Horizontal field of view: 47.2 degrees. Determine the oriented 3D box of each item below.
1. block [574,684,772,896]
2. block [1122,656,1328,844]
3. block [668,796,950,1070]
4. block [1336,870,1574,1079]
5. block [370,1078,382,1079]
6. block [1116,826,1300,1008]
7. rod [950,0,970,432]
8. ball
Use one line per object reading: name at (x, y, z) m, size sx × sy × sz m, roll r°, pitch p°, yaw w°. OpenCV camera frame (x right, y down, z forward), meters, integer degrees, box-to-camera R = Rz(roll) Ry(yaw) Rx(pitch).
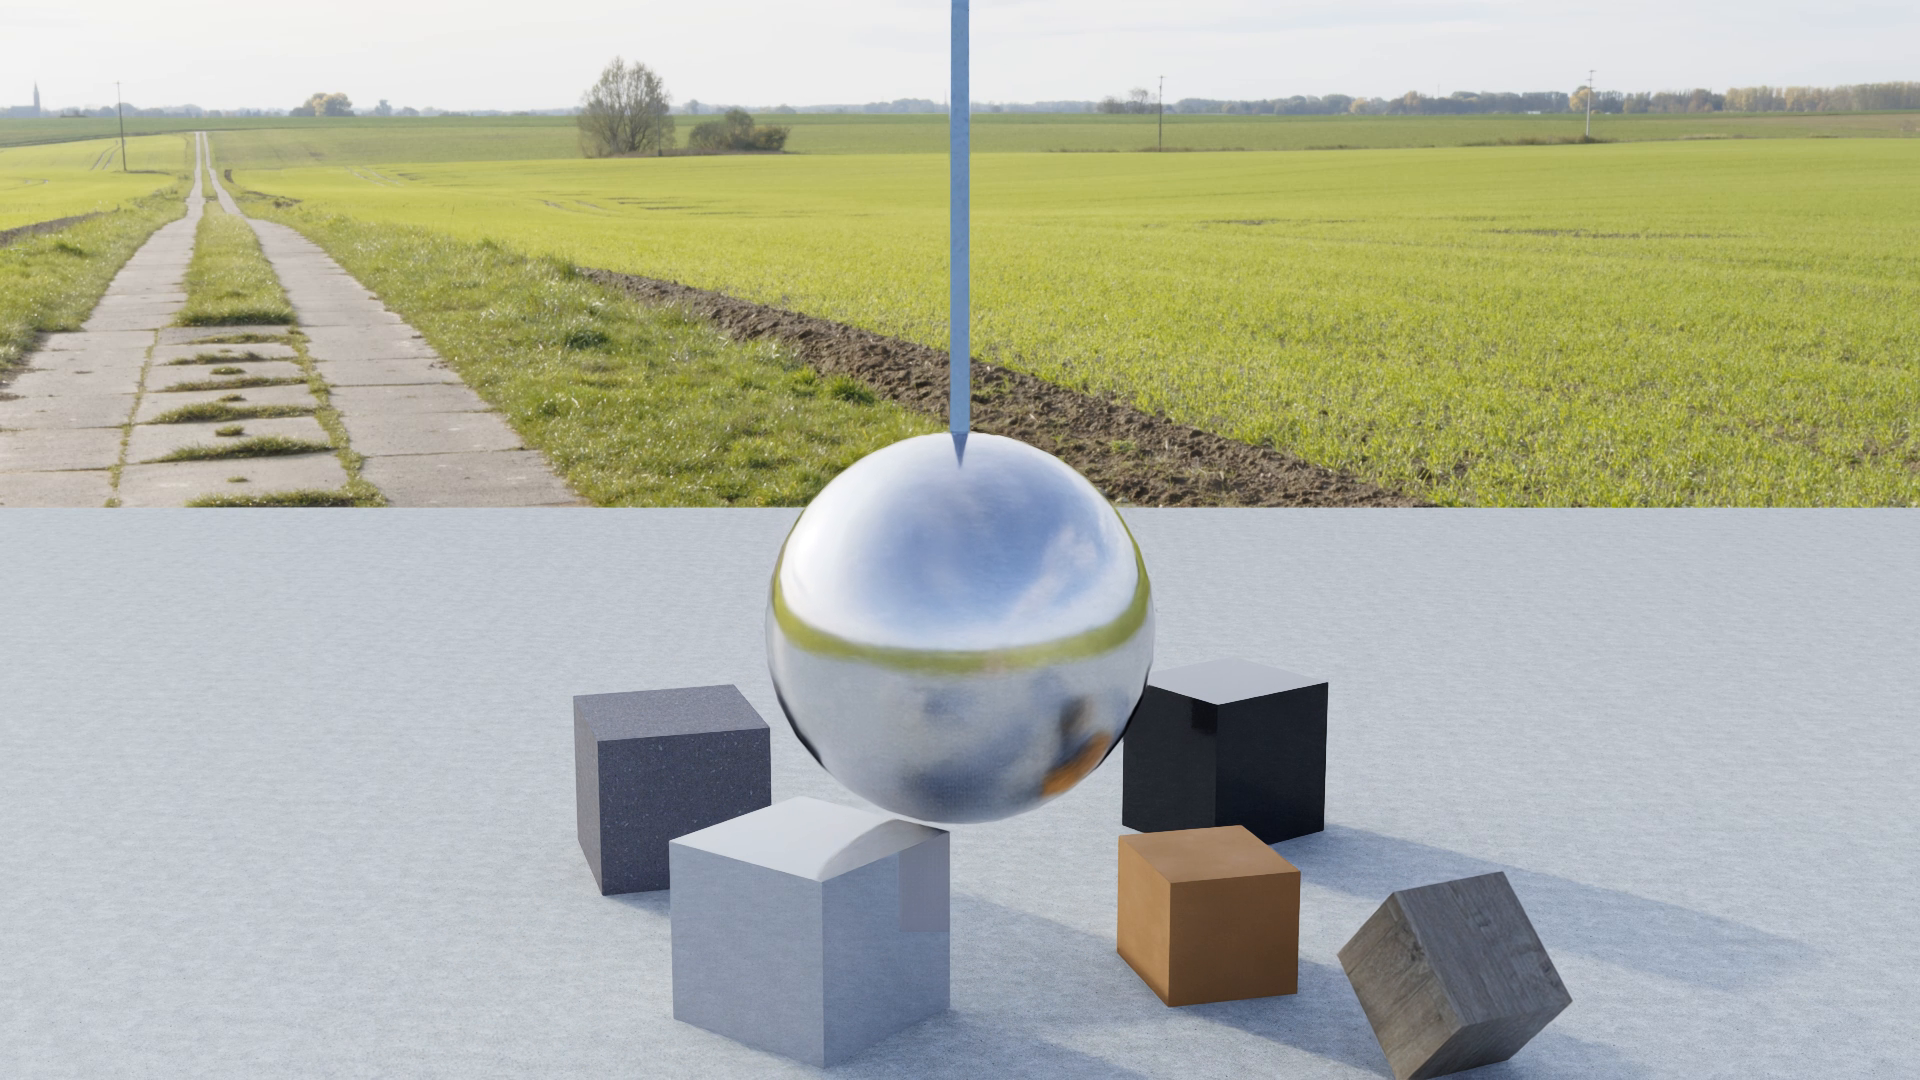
block at (-1.423, 1.207, 10.820) m, size 0.818 × 0.753 × 0.888 m, roll -3°, pitch 11°, yaw -17°
block at (1.359, 1.101, 11.307) m, size 0.772 × 0.788 × 0.694 m, roll -8°, pitch 13°, yaw -36°
block at (-0.601, 1.558, 8.900) m, size 0.810 × 0.750 × 0.784 m, roll 8°, pitch 13°, yaw 37°
block at (1.870, 1.662, 8.358) m, size 0.526 × 0.488 × 0.561 m, roll -5°, pitch 54°, yaw -27°
block at (-1.542, 2.049, 6.260) m, size 0.656 × 0.729 × 0.684 m, roll 3°, pitch 11°, yaw 15°
block at (1.046, 1.586, 9.351) m, size 0.571 × 0.533 × 0.644 m, roll -3°, pitch 11°, yaw -15°
rod at (0.000, -2.977, 9.661) m, size 0.080 × 5.200 × 0.080 m, roll 0°, pitch -11°, yaw 0°
ball at (0.000, 0.356, 8.988) m, size 1.600 × 1.600 × 1.600 m, roll 0°, pitch 10°, yaw 0°
